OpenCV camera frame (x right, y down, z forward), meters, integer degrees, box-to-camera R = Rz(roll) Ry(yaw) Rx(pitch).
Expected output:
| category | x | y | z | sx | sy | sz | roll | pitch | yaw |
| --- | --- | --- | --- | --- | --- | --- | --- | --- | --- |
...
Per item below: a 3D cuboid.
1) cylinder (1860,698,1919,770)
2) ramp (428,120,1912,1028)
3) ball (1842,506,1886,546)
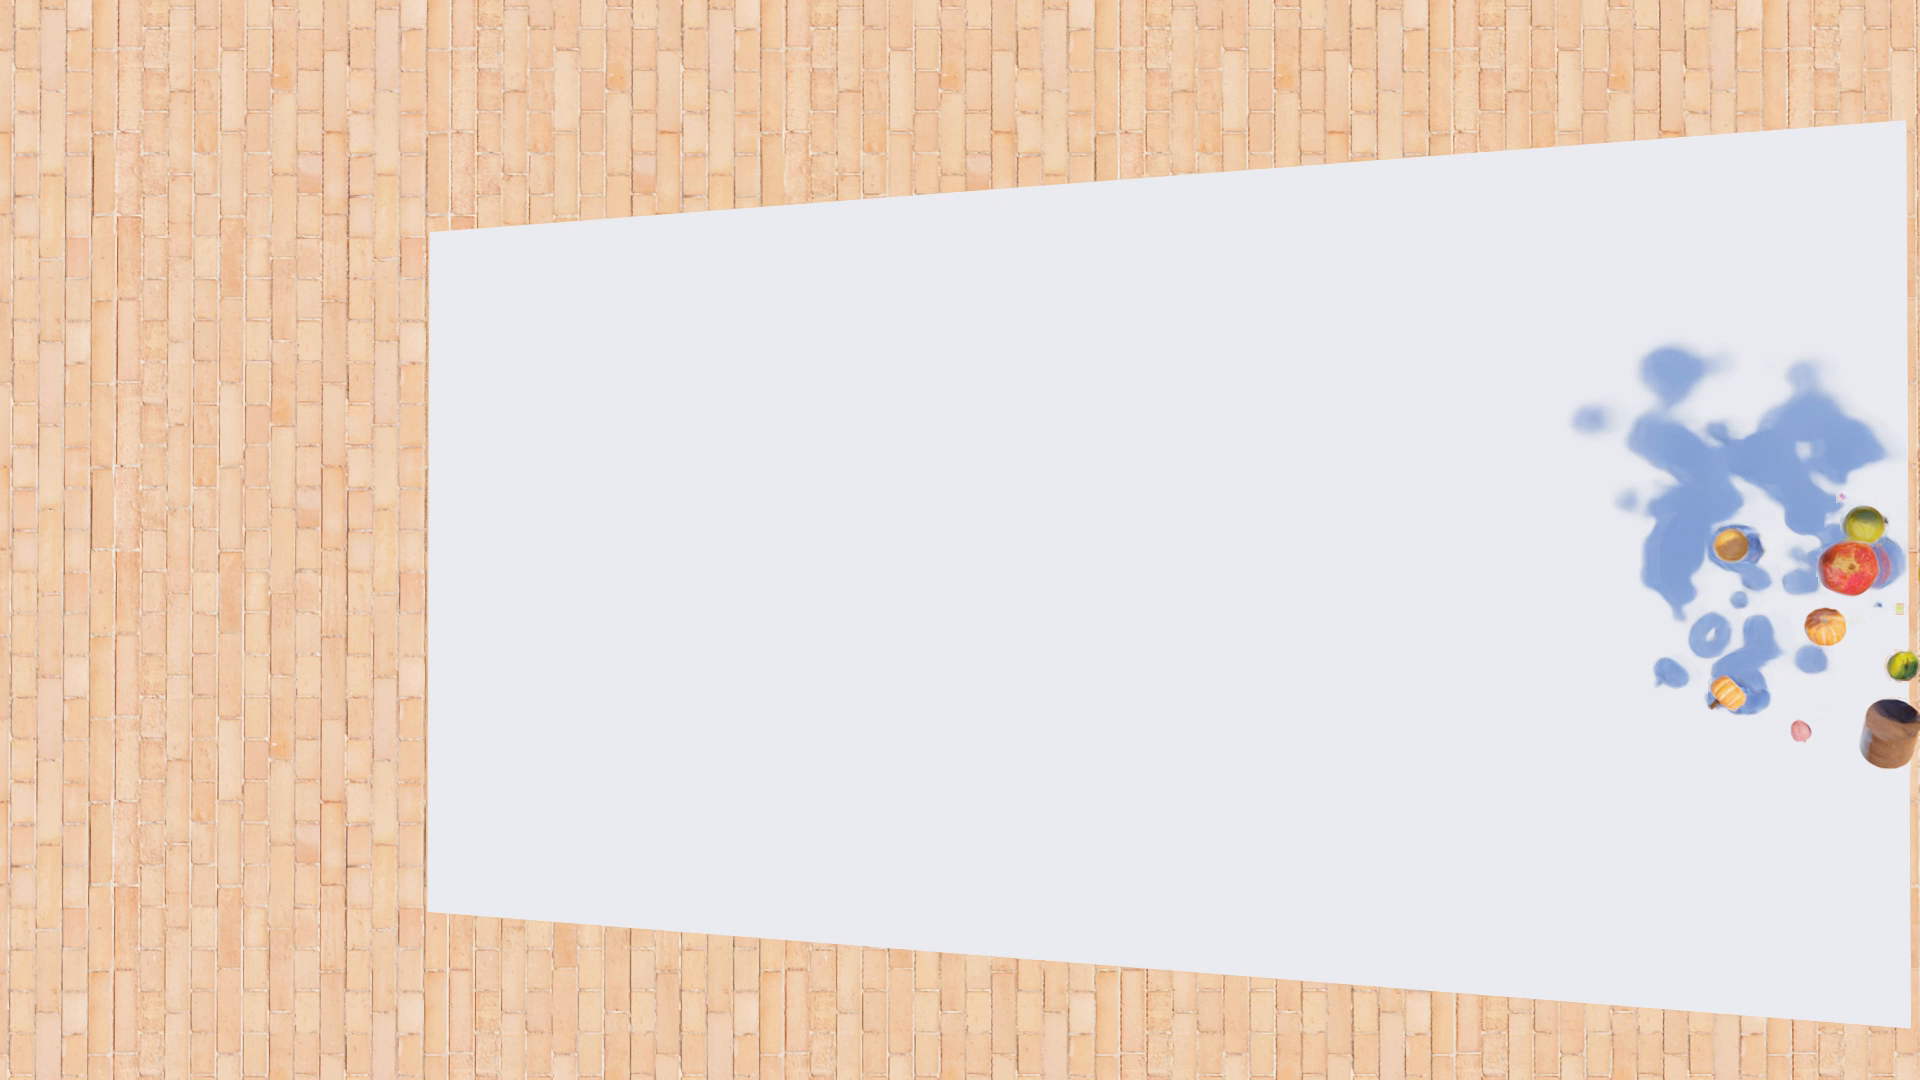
| category | x | y | z | sx | sy | sz | roll | pitch | yaw |
| --- | --- | --- | --- | --- | --- | --- | --- | --- | --- |
| cylinder | 1.792 | 0.374 | 4.238 | 0.099 | 0.099 | 0.099 | -7 | 52 | 9 |
| ramp | 0.283 | 0.083 | 5.704 | 4.000 | 0.100 | 2.000 | 0 | 89 | 24 |
| ball | 1.905 | -0.031 | 4.635 | 0.084 | 0.084 | 0.084 | 0 | 89 | 0 |
